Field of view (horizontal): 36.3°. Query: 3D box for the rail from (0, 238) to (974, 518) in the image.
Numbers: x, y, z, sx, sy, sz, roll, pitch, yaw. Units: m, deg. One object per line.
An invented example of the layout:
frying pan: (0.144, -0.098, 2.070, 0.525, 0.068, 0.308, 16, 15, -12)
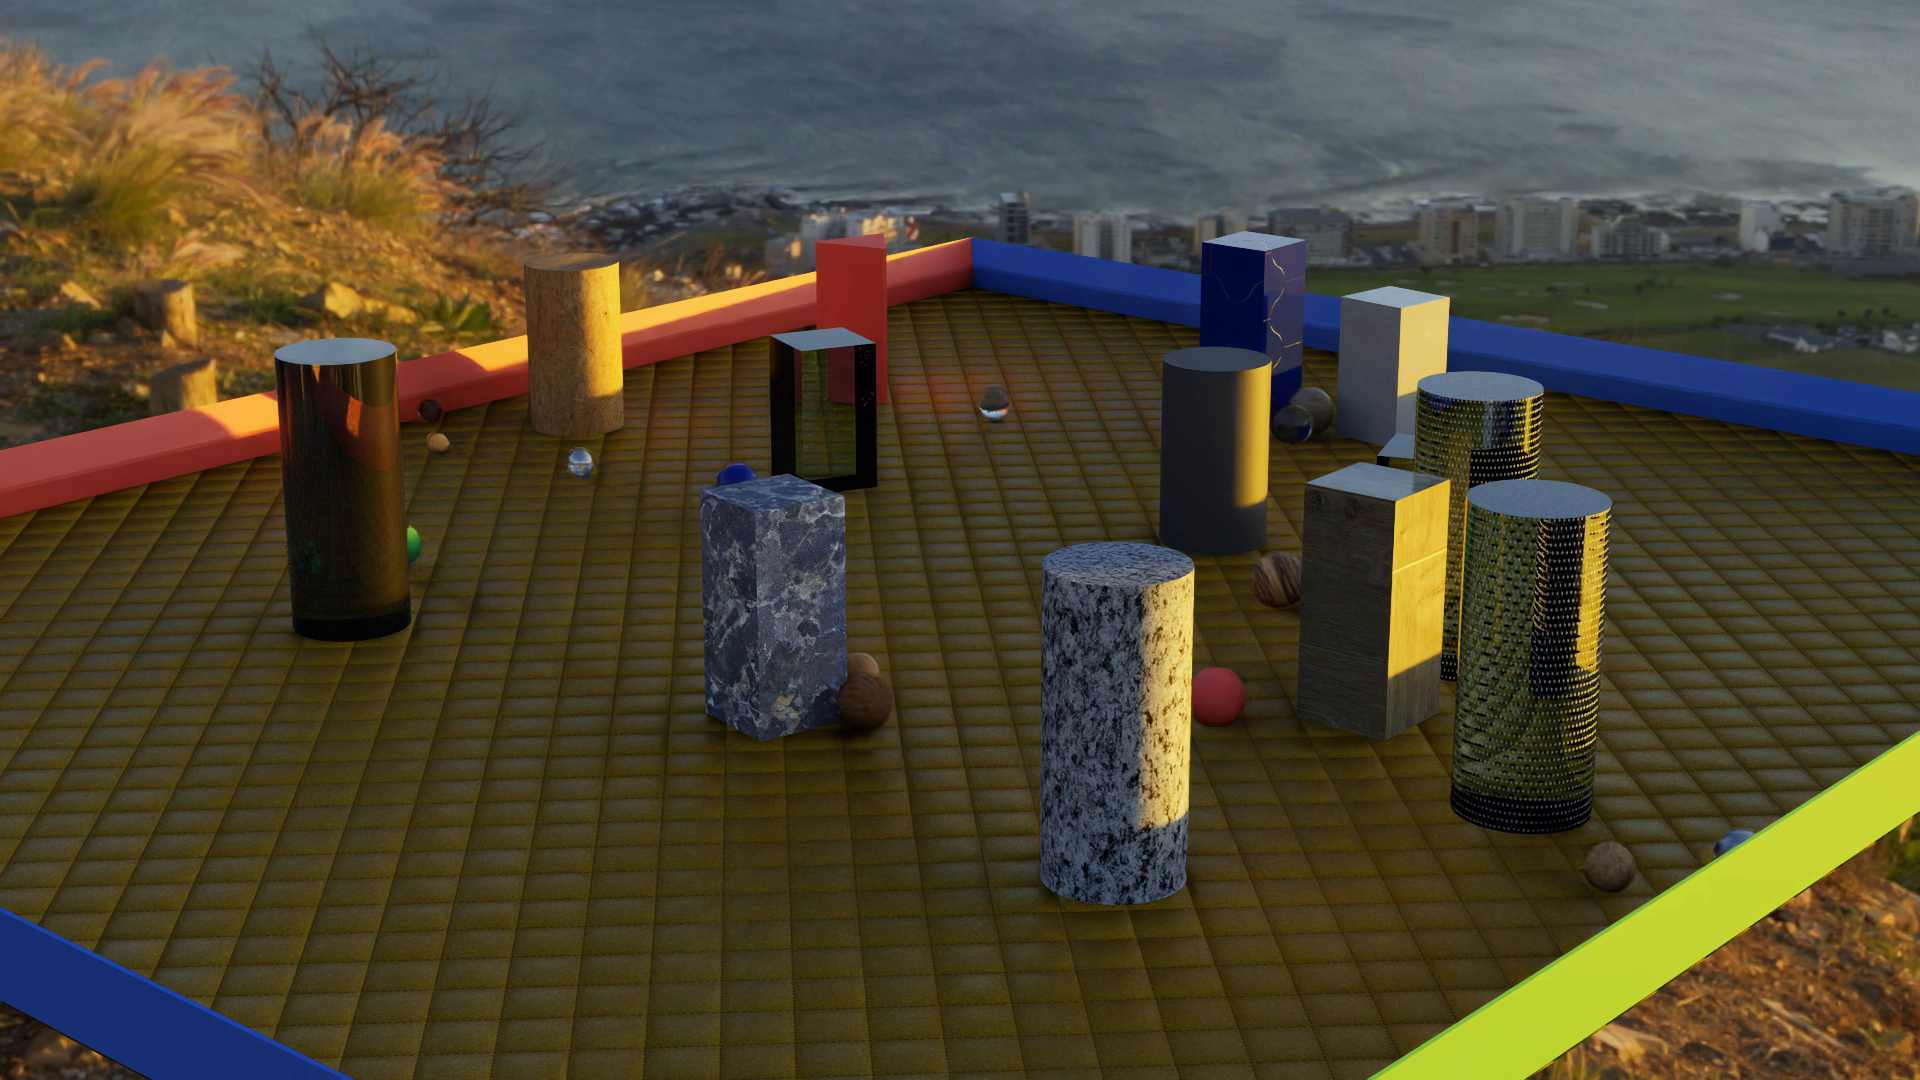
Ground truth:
rail: (-1.262, -0.284, 6.169, 0.045, 0.129, 3.995, 14, 22, 39)

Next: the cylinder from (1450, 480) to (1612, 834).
cylinder: (0.801, 0.162, 4.120, 0.199, 0.459, 0.199, 0, 17, 0)

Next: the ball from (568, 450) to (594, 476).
ball: (-0.762, -0.155, 5.880, 0.051, 0.051, 0.051, 0, 17, 0)

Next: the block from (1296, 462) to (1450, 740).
block: (0.633, 0.092, 4.496, 0.159, 0.377, 0.159, 13, 21, 37)

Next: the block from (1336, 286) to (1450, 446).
block: (0.906, -0.363, 6.145, 0.159, 0.297, 0.159, -15, 22, -41)

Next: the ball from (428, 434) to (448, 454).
ball: (-1.075, -0.200, 6.047, 0.041, 0.041, 0.041, 0, 17, 0)

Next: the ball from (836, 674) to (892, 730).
ball: (-0.146, 0.248, 4.484, 0.085, 0.085, 0.085, 0, 17, 0)

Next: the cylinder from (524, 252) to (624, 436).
cylinder: (-0.818, -0.417, 6.224, 0.199, 0.354, 0.199, 0, 17, 0)

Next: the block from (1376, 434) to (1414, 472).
block: (0.813, -0.029, 5.083, 0.159, 0.269, 0.159, 6, 18, 19)

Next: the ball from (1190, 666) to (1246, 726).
ball: (0.393, 0.240, 4.498, 0.092, 0.092, 0.092, 0, 17, 0)

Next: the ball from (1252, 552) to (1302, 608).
ball: (0.552, 0.069, 5.061, 0.095, 0.095, 0.095, 0, 17, 0)

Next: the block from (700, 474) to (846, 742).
block: (-0.285, 0.101, 4.495, 0.159, 0.360, 0.159, -12, 20, -34)

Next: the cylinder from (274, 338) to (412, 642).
cylinder: (-1.033, -0.086, 4.918, 0.199, 0.473, 0.199, 0, 17, 0)

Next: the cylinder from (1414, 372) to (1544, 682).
cylinder: (0.826, -0.022, 4.723, 0.199, 0.465, 0.199, 0, 17, 0)

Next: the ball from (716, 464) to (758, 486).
ball: (-0.430, -0.107, 5.669, 0.082, 0.082, 0.082, 0, 17, 0)

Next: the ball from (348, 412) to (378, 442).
ball: (-1.251, -0.237, 6.135, 0.062, 0.062, 0.062, 0, 17, 0)

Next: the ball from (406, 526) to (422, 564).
ball: (-1.008, 0.009, 5.298, 0.072, 0.072, 0.072, 0, 17, 0)

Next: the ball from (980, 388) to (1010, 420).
ball: (0.074, -0.293, 6.314, 0.066, 0.066, 0.066, 0, 17, 0)

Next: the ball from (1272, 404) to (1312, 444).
ball: (0.692, -0.241, 6.108, 0.084, 0.084, 0.084, 0, 17, 0)

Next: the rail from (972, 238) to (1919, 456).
rail: (1.294, -0.398, 6.547, 3.391, 0.129, 0.045, 14, 22, 39)

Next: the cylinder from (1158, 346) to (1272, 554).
cylinder: (0.470, -0.166, 5.409, 0.199, 0.344, 0.199, 0, 17, 0)

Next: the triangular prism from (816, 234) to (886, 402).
triangular prism: (-0.208, -0.497, 6.507, 0.172, 0.345, 0.149, 8, 19, 25)

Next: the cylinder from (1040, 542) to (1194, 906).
cylinder: (0.207, 0.241, 3.891, 0.199, 0.440, 0.199, 0, 17, 0)

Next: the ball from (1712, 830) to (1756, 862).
ball: (1.044, 0.425, 3.914, 0.076, 0.076, 0.076, 0, 17, 0)

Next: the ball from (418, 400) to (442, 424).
ball: (-1.135, -0.275, 6.279, 0.052, 0.052, 0.052, 0, 17, 0)

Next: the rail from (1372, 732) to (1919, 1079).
rail: (1.262, 0.348, 4.070, 0.045, 0.129, 3.995, 14, 22, 39)

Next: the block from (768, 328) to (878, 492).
block: (-0.271, -0.255, 5.797, 0.159, 0.291, 0.159, -8, 19, -25)

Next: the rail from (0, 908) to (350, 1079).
rail: (-1.294, 0.462, 3.693, 3.391, 0.129, 0.045, 14, 22, 39)

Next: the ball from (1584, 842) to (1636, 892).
ball: (0.863, 0.434, 3.897, 0.067, 0.067, 0.067, 0, 17, 0)

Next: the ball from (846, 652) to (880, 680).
ball: (-0.161, 0.211, 4.639, 0.066, 0.066, 0.066, 0, 17, 0)

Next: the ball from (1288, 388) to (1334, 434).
ball: (0.740, -0.272, 6.184, 0.099, 0.099, 0.099, 0, 17, 0)

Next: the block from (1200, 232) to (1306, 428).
block: (0.624, -0.449, 6.272, 0.159, 0.387, 0.159, 13, 21, 37)
